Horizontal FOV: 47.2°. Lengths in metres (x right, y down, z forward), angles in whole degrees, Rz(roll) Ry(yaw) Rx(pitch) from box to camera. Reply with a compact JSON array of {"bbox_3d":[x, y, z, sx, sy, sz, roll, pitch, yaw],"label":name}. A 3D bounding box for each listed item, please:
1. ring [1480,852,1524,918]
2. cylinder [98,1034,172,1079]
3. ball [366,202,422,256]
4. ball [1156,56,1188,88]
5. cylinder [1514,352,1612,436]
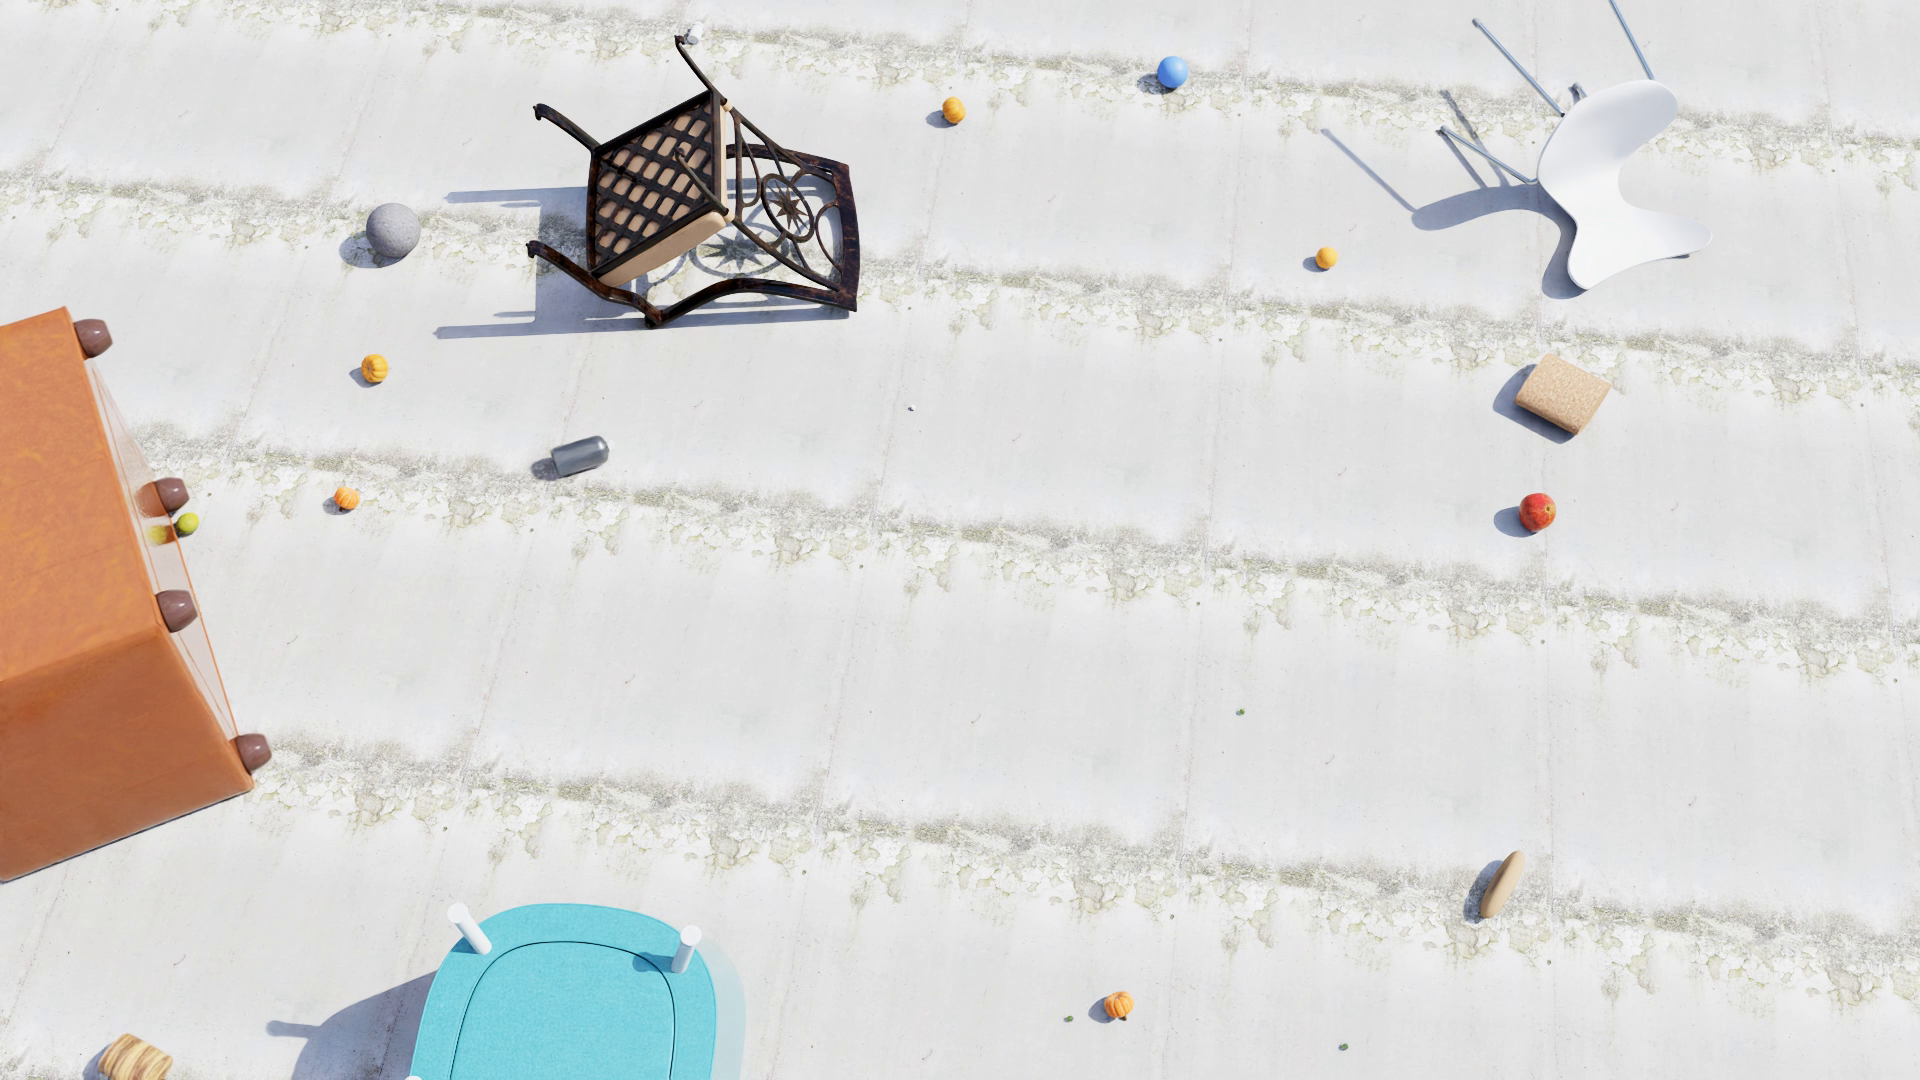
[{"bbox_3d":[1.456,0.925,5.903,0.045,0.089,0.221,36,67,0],"label":"ring"},{"bbox_3d":[-2.109,1.341,5.624,0.137,0.081,0.120,23,46,16],"label":"cylinder"},{"bbox_3d":[-1.841,-1.008,7.145,0.176,0.176,0.176,0,56,0],"label":"ball"},{"bbox_3d":[0.735,-1.616,7.593,0.109,0.109,0.109,0,56,0],"label":"ball"},{"bbox_3d":[1.870,-0.454,6.822,0.217,0.094,0.235,31,59,19],"label":"cylinder"}]
